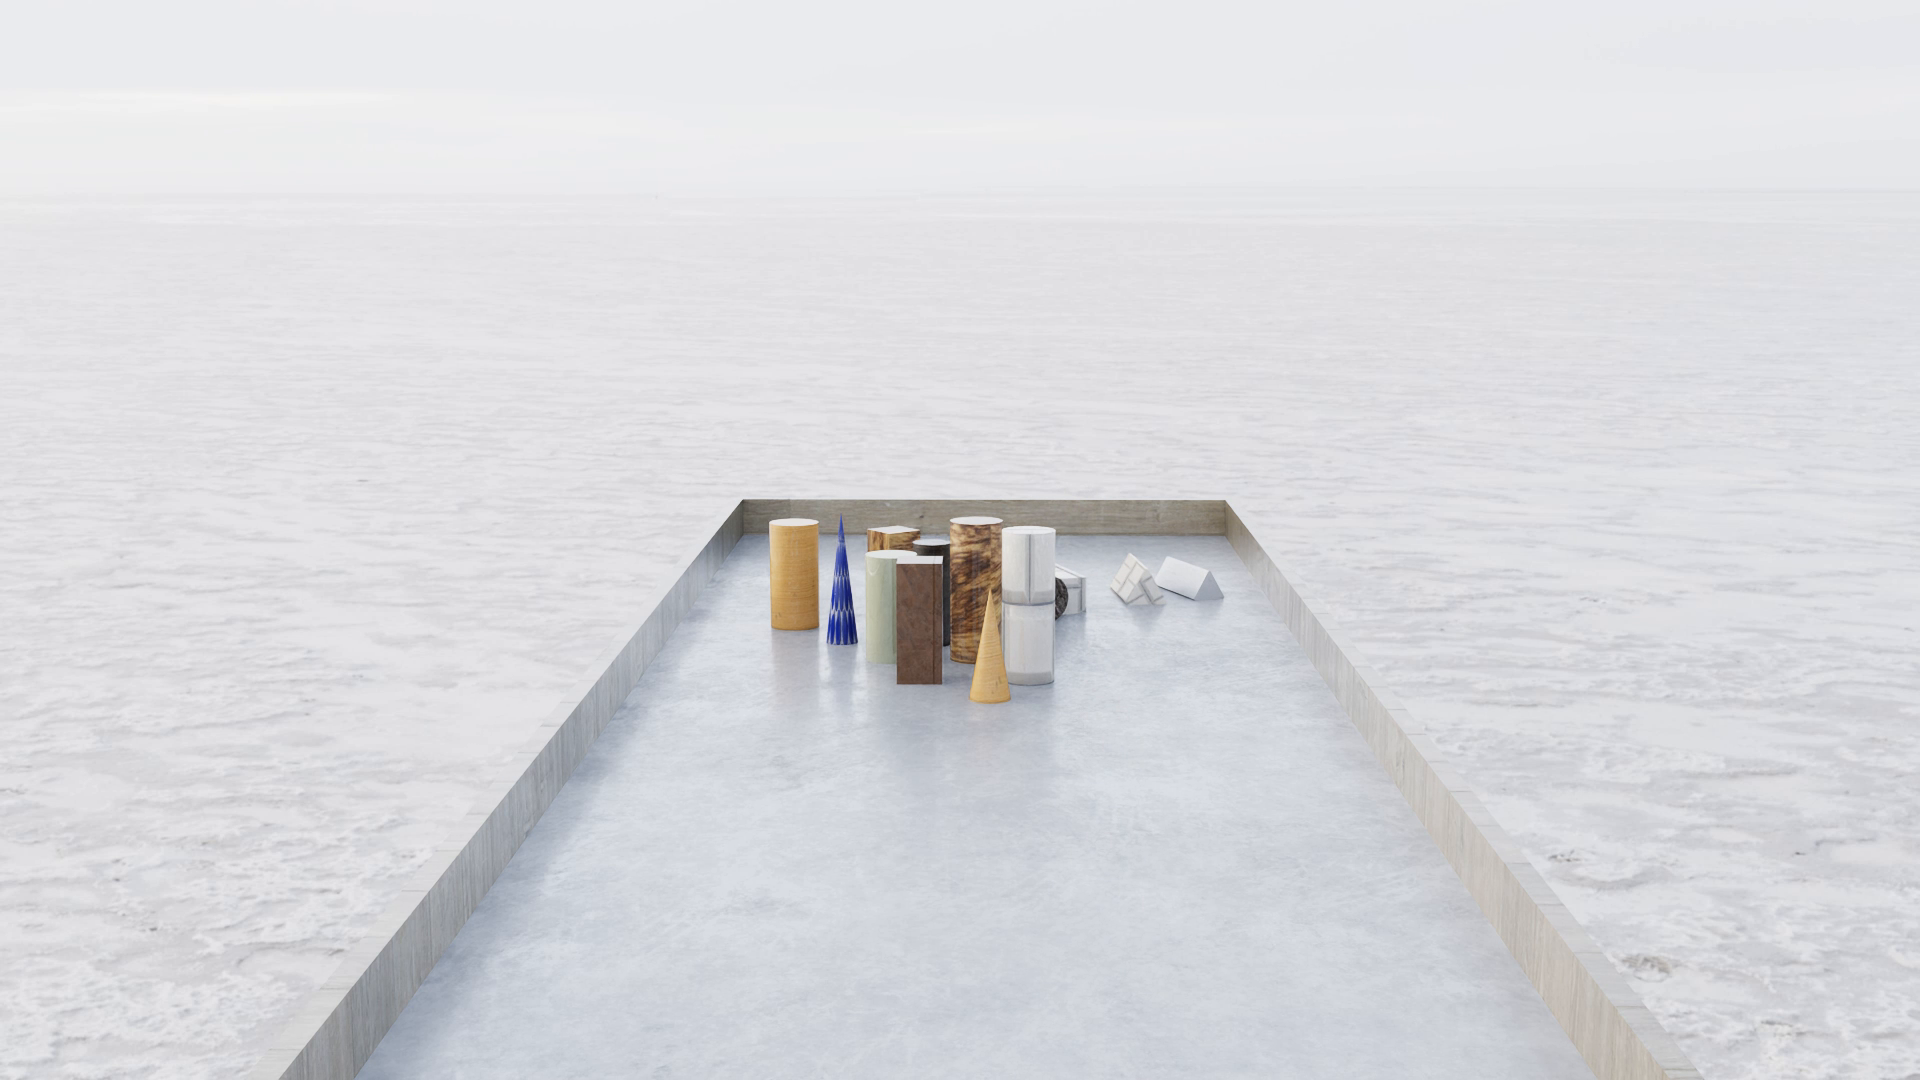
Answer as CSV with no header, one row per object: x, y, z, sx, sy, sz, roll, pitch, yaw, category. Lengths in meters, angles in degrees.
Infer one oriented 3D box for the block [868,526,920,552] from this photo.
-0.217,0.123,7.223,0.125,0.317,0.125,-7,11,-37,block

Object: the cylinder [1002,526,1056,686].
0.199,0.191,6.389,0.155,0.444,0.155,0,9,0,cylinder

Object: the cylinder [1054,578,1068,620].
0.217,0.176,7.403,0.156,0.156,0.300,-5,10,-30,cylinder

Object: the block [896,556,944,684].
-0.116,0.233,6.405,0.131,0.355,0.131,0,9,1,block

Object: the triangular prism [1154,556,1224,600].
0.812,0.132,7.834,0.116,0.101,0.331,-4,10,-20,triangular prism

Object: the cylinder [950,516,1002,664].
0.050,0.152,6.688,0.160,0.427,0.160,0,9,0,cylinder

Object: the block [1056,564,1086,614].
0.299,0.156,7.633,0.123,0.123,0.446,-3,9,-18,block

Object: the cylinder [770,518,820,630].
-0.541,0.112,7.199,0.161,0.345,0.161,0,9,0,cylinder

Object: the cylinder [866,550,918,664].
-0.209,0.203,6.697,0.157,0.323,0.157,0,9,0,cylinder

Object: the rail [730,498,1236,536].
0.099,-0.098,9.147,2.100,0.150,0.050,0,9,1,rail

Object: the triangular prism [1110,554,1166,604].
0.627,0.133,7.760,0.140,0.121,0.342,-1,9,-6,triangular prism

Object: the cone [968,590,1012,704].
0.084,0.289,6.162,0.119,0.320,0.119,0,9,0,cone

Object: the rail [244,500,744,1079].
-1.004,0.839,3.234,0.050,0.150,12.000,0,9,1,rail

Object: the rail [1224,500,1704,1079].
1.046,0.843,3.208,0.050,0.150,12.000,0,9,1,rail

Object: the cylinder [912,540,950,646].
-0.088,0.167,6.919,0.120,0.324,0.120,0,9,0,cylinder

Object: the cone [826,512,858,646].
-0.374,0.116,6.938,0.102,0.418,0.102,0,9,0,cone
